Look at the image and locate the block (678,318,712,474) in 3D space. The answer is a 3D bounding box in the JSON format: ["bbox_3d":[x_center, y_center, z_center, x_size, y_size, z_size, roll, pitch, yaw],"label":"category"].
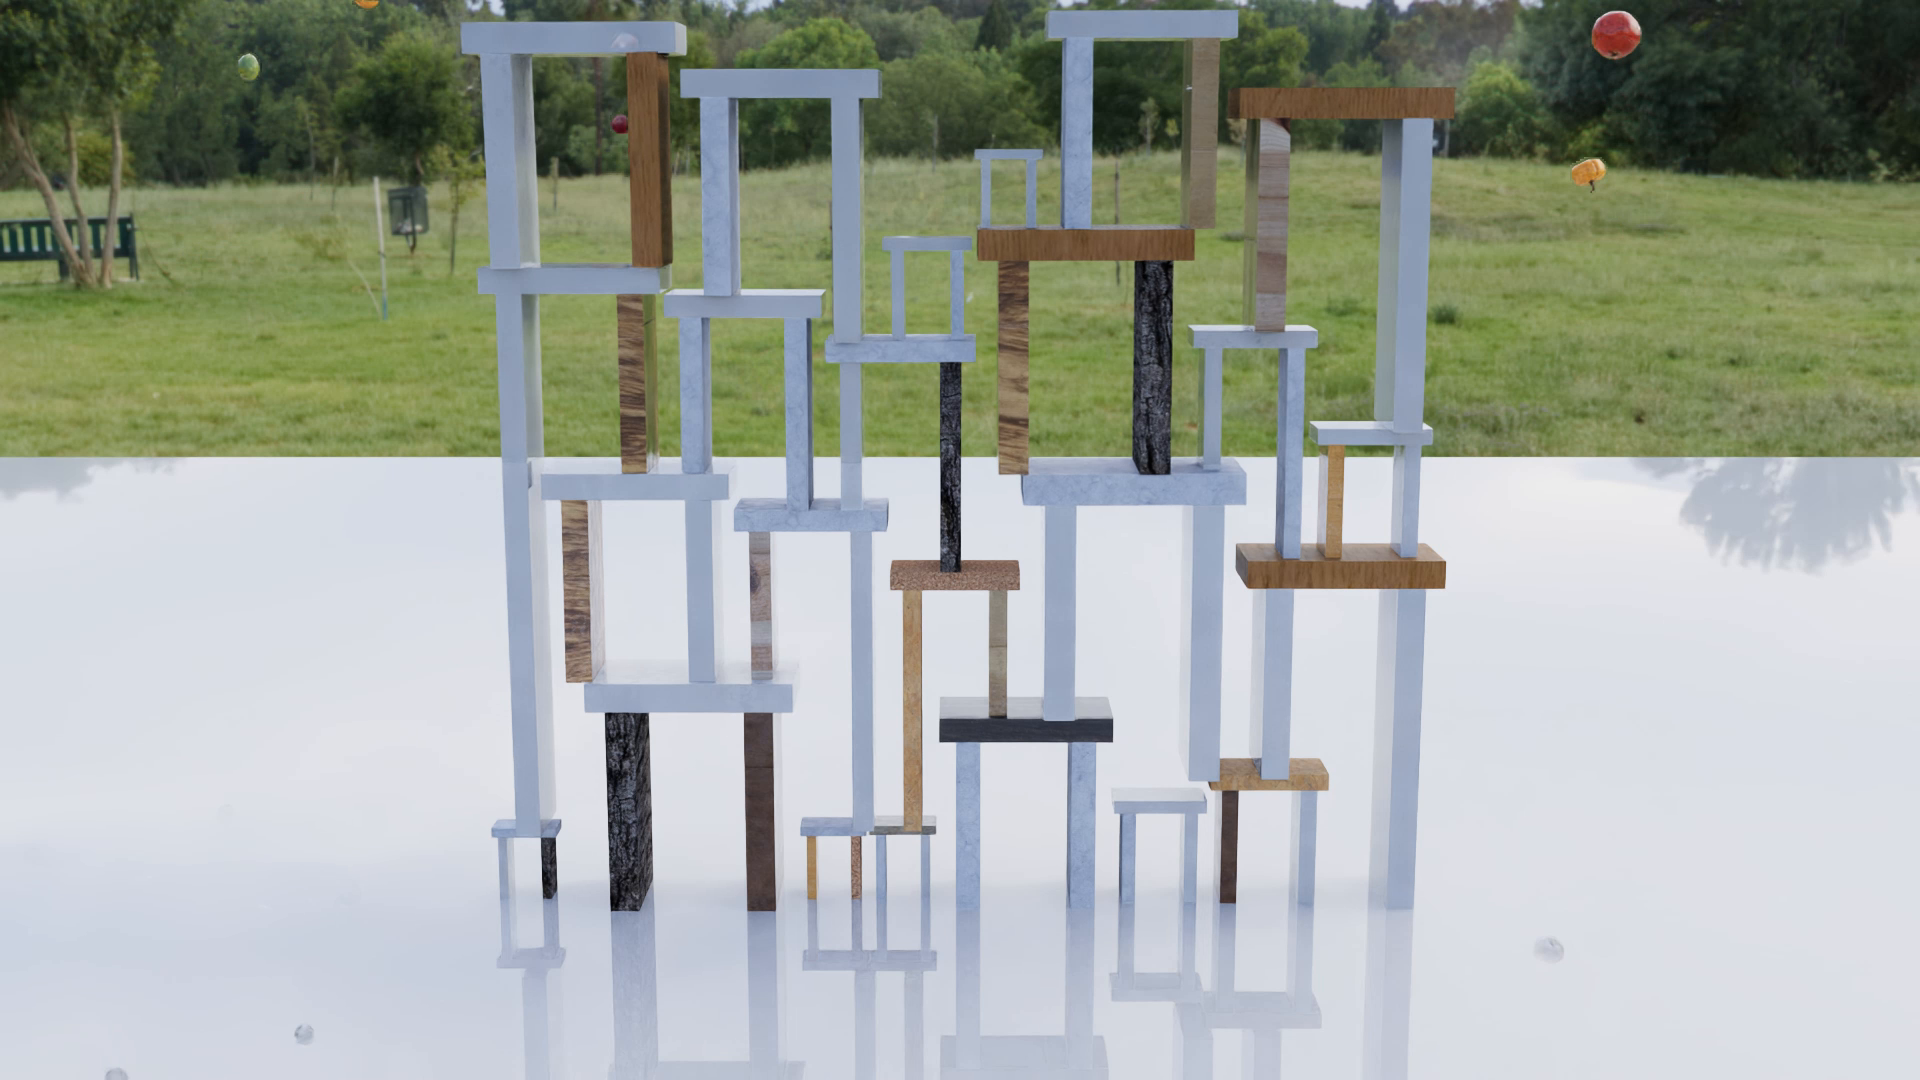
[{"bbox_3d":[-0.422,-0.238,3.514,0.035,0.246,0.123,0,11,0],"label":"block"}]

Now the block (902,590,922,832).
[{"bbox_3d":[-0.077,0.269,3.606,0.029,0.402,0.104,0,11,0],"label":"block"}]

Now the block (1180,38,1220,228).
[{"bbox_3d":[0.374,-0.635,3.439,0.041,0.288,0.144,0,11,0],"label":"block"}]

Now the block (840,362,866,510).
[{"bbox_3d":[-0.172,-0.173,3.528,0.033,0.236,0.118,0,11,0],"label":"block"}]

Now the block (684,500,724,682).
[{"bbox_3d":[-0.414,0.069,3.574,0.042,0.296,0.148,0,11,0],"label":"block"}]

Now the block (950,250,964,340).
[{"bbox_3d":[-0.004,-0.390,3.481,0.020,0.140,0.070,0,11,0],"label":"block"}]

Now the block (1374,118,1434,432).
[{"bbox_3d":[0.700,-0.420,3.476,0.046,0.483,0.163,0,11,0],"label":"block"}]

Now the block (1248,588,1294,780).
[{"bbox_3d":[0.510,0.218,3.604,0.045,0.315,0.158,0,10,0],"label":"block"}]

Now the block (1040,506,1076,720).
[{"bbox_3d":[0.159,0.102,3.581,0.050,0.351,0.175,0,11,0],"label":"block"}]

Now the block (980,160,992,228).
[{"bbox_3d":[0.040,-0.544,3.451,0.015,0.106,0.053,0,11,0],"label":"block"}]

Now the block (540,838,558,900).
[{"bbox_3d":[-0.684,0.538,3.659,0.015,0.106,0.053,0,11,0],"label":"block"}]

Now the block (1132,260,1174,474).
[{"bbox_3d":[0.306,-0.282,3.501,0.047,0.334,0.167,0,11,0],"label":"block"}]

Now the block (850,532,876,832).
[{"bbox_3d":[-0.158,0.220,3.606,0.034,0.498,0.121,0,11,0],"label":"block"}]

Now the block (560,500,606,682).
[{"bbox_3d":[-0.611,0.070,3.572,0.042,0.296,0.148,0,11,-1],"label":"block"}]

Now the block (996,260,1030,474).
[{"bbox_3d":[0.083,-0.282,3.502,0.047,0.334,0.167,0,11,0],"label":"block"}]

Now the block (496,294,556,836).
[{"bbox_3d":[-0.702,0.037,3.569,0.040,0.881,0.141,0,11,0],"label":"block"}]

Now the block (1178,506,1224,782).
[{"bbox_3d":[0.393,0.151,3.590,0.050,0.452,0.176,0,11,0],"label":"block"}]

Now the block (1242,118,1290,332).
[{"bbox_3d":[0.481,-0.497,3.462,0.046,0.327,0.163,0,11,0],"label":"block"}]

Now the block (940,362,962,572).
[{"bbox_3d":[-0.015,-0.124,3.538,0.033,0.336,0.118,0,11,0],"label":"block"}]

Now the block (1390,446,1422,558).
[{"bbox_3d":[0.719,-0.070,3.549,0.026,0.182,0.091,0,11,0],"label":"block"}]

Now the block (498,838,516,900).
[{"bbox_3d":[-0.754,0.538,3.659,0.015,0.106,0.053,0,11,0],"label":"block"}]

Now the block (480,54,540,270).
[{"bbox_3d":[-0.702,-0.592,3.441,0.046,0.324,0.162,0,11,0],"label":"block"}]

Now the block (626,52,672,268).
[{"bbox_3d":[-0.485,-0.594,3.443,0.046,0.324,0.162,0,10,-1],"label":"block"}]

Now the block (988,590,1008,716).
[{"bbox_3d":[0.061,0.173,3.588,0.029,0.208,0.104,0,11,0],"label":"block"}]

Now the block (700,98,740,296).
[{"bbox_3d":[-0.375,-0.541,3.455,0.043,0.302,0.151,0,11,0],"label":"block"}]

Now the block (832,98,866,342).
[{"bbox_3d":[-0.175,-0.505,3.461,0.043,0.373,0.151,0,11,0],"label":"block"}]

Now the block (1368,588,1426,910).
[{"bbox_3d":[0.720,0.326,3.624,0.045,0.535,0.158,0,11,0],"label":"block"}]

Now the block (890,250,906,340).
[{"bbox_3d":[-0.097,-0.390,3.481,0.020,0.140,0.070,-1,11,0],"label":"block"}]

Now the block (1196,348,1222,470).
[{"bbox_3d":[0.399,-0.215,3.517,0.028,0.194,0.097,0,10,0],"label":"block"}]

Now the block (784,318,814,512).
[{"bbox_3d":[-0.257,-0.208,3.519,0.035,0.306,0.123,0,11,0],"label":"block"}]

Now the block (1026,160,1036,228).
[{"bbox_3d":[0.111,-0.544,3.451,0.015,0.106,0.053,0,11,0],"label":"block"}]

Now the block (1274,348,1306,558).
[{"bbox_3d":[0.529,-0.145,3.530,0.028,0.336,0.097,0,11,0],"label":"block"}]

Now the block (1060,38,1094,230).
[{"bbox_3d":[0.182,-0.635,3.439,0.041,0.288,0.144,0,11,0],"label":"block"}]

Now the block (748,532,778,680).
[{"bbox_3d":[-0.319,0.095,3.583,0.034,0.243,0.121,0,11,0],"label":"block"}]

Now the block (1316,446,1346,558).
[{"bbox_3d":[0.598,-0.070,3.549,0.026,0.182,0.091,0,11,0],"label":"block"}]

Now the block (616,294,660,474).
[{"bbox_3d":[-0.513,-0.256,3.511,0.040,0.283,0.141,0,11,0],"label":"block"}]
